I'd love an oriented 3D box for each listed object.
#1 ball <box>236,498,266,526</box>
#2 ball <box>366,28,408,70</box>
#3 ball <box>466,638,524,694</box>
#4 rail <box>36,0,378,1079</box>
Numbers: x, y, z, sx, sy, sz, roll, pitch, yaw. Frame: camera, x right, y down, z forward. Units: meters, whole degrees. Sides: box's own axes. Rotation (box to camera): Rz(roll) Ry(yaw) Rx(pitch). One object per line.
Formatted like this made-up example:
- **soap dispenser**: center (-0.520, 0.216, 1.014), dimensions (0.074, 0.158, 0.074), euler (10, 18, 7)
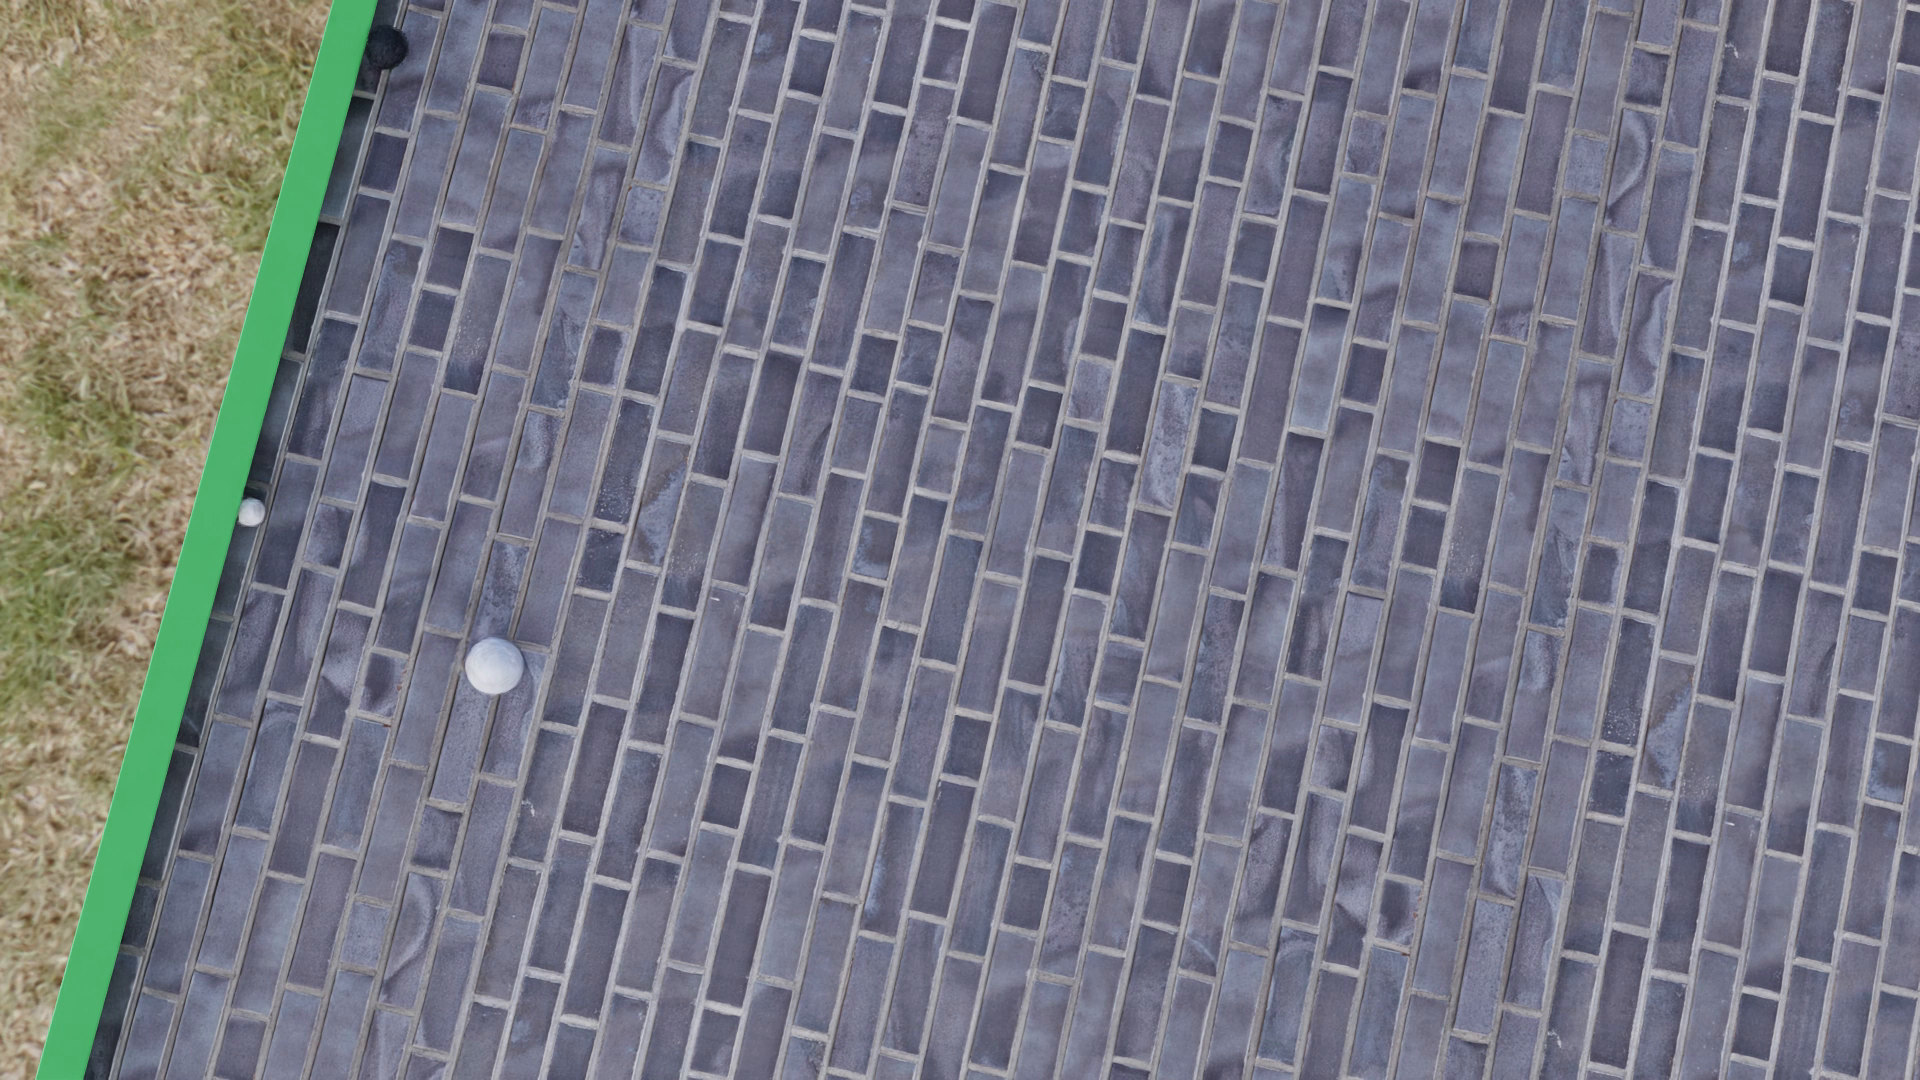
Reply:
- **ball**: center (-1.061, -0.042, 3.288), dimensions (0.043, 0.043, 0.043), euler (0, 82, 0)
- **ball**: center (-0.883, -0.756, 3.383), dimensions (0.063, 0.063, 0.063), euler (0, 82, 0)
- **ball**: center (-0.685, 0.185, 3.234), dimensions (0.084, 0.084, 0.084), euler (0, 82, 0)
- **rail**: center (-1.049, -0.235, 3.282), dimensions (0.045, 0.109, 2.603), euler (12, 82, 2)
